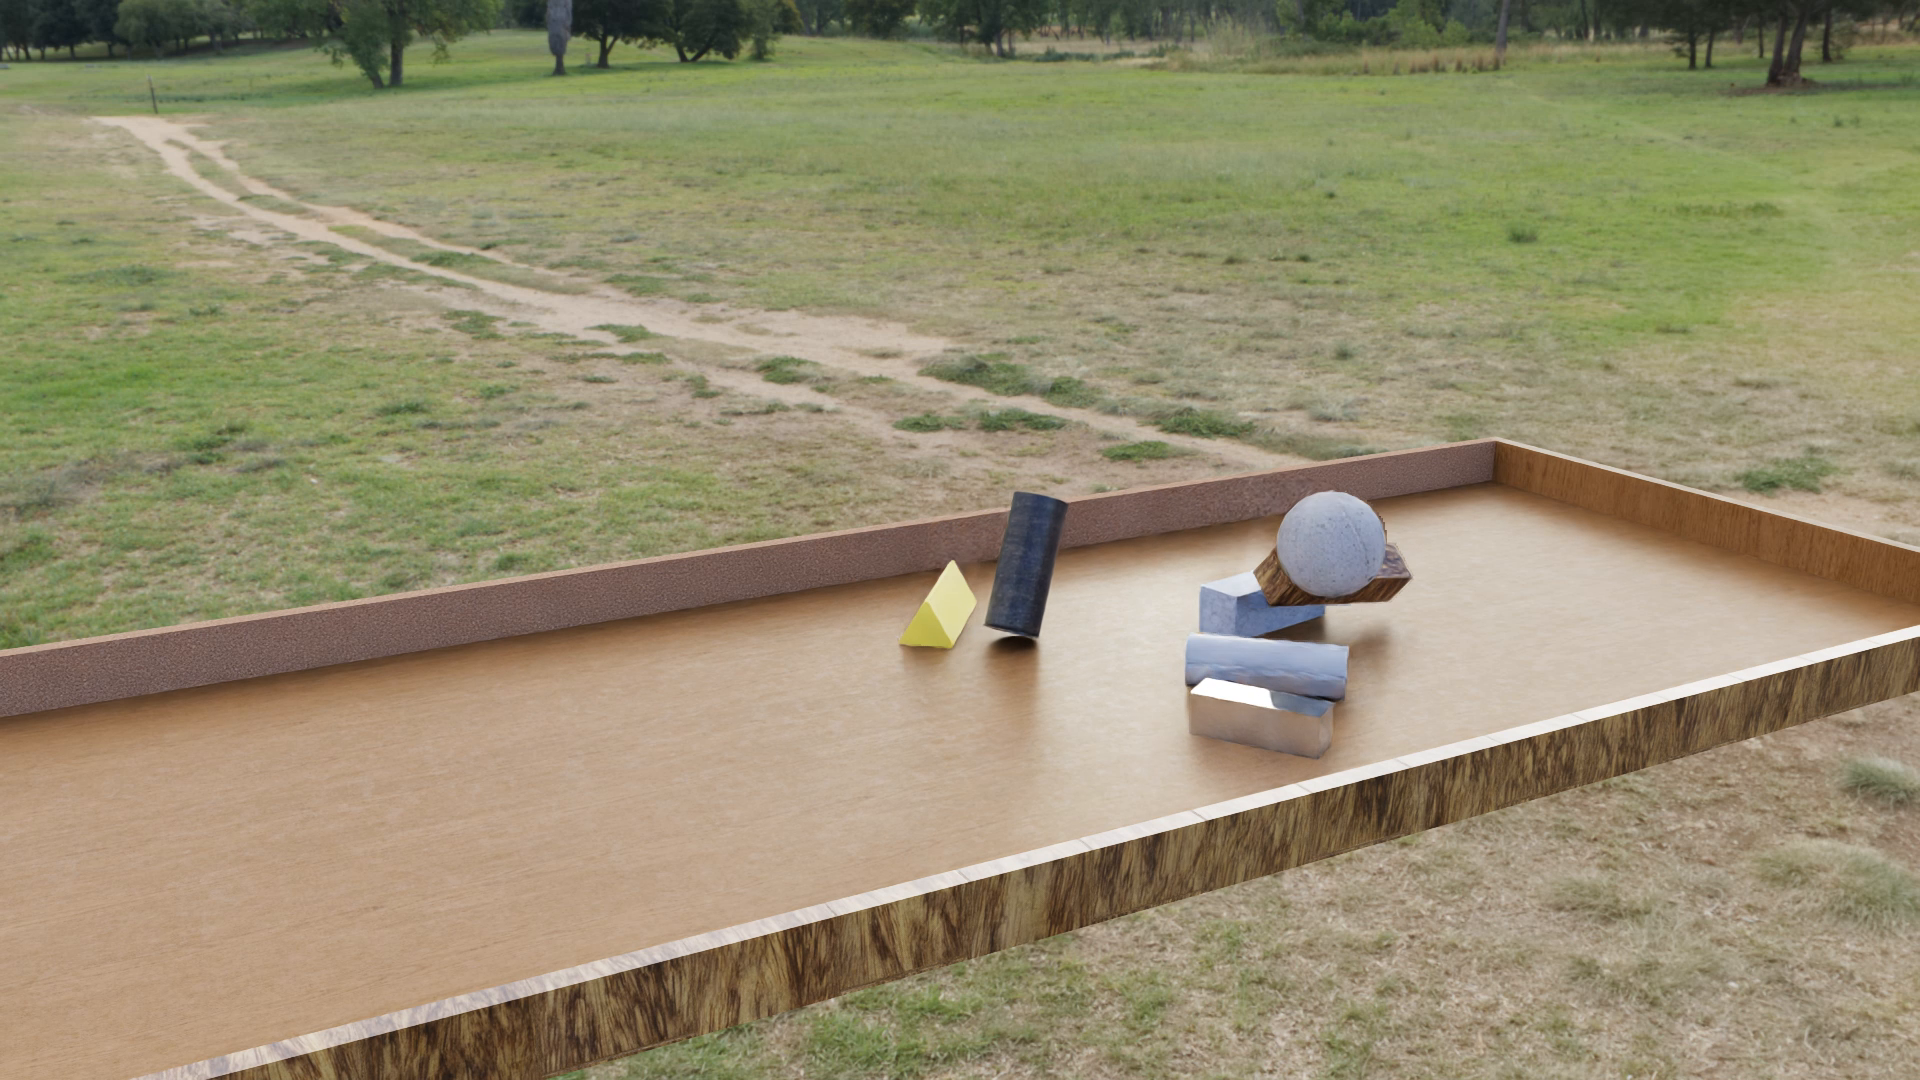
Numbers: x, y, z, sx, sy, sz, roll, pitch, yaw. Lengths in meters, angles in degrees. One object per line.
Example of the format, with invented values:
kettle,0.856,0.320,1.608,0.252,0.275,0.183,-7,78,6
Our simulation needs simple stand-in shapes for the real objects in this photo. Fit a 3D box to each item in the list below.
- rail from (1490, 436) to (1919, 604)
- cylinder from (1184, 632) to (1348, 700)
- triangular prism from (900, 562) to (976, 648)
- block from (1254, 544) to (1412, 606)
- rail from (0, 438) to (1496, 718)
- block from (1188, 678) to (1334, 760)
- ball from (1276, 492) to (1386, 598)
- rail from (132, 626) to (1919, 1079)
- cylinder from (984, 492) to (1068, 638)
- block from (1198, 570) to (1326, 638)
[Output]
rail,2.466,-0.048,5.253,0.050,0.150,2.100,-9,18,-27
cylinder,0.754,0.310,4.061,0.387,0.132,0.132,4,17,14
triangular prism,-0.056,0.169,4.543,0.144,0.125,0.372,4,17,10
block,1.021,0.096,4.508,0.434,0.114,0.114,-1,54,-30
rail,-3.305,0.497,3.399,12.000,0.150,0.050,-9,18,-27
block,0.689,0.408,3.782,0.308,0.103,0.103,9,19,28
ball,0.955,0.011,4.248,0.275,0.275,0.275,0,16,0
rail,-2.336,1.006,1.665,12.000,0.150,0.050,-9,18,-27
cylinder,0.177,0.068,4.419,0.150,0.368,0.150,13,-6,1
block,0.840,0.167,4.558,0.376,0.130,0.130,-13,21,-37
